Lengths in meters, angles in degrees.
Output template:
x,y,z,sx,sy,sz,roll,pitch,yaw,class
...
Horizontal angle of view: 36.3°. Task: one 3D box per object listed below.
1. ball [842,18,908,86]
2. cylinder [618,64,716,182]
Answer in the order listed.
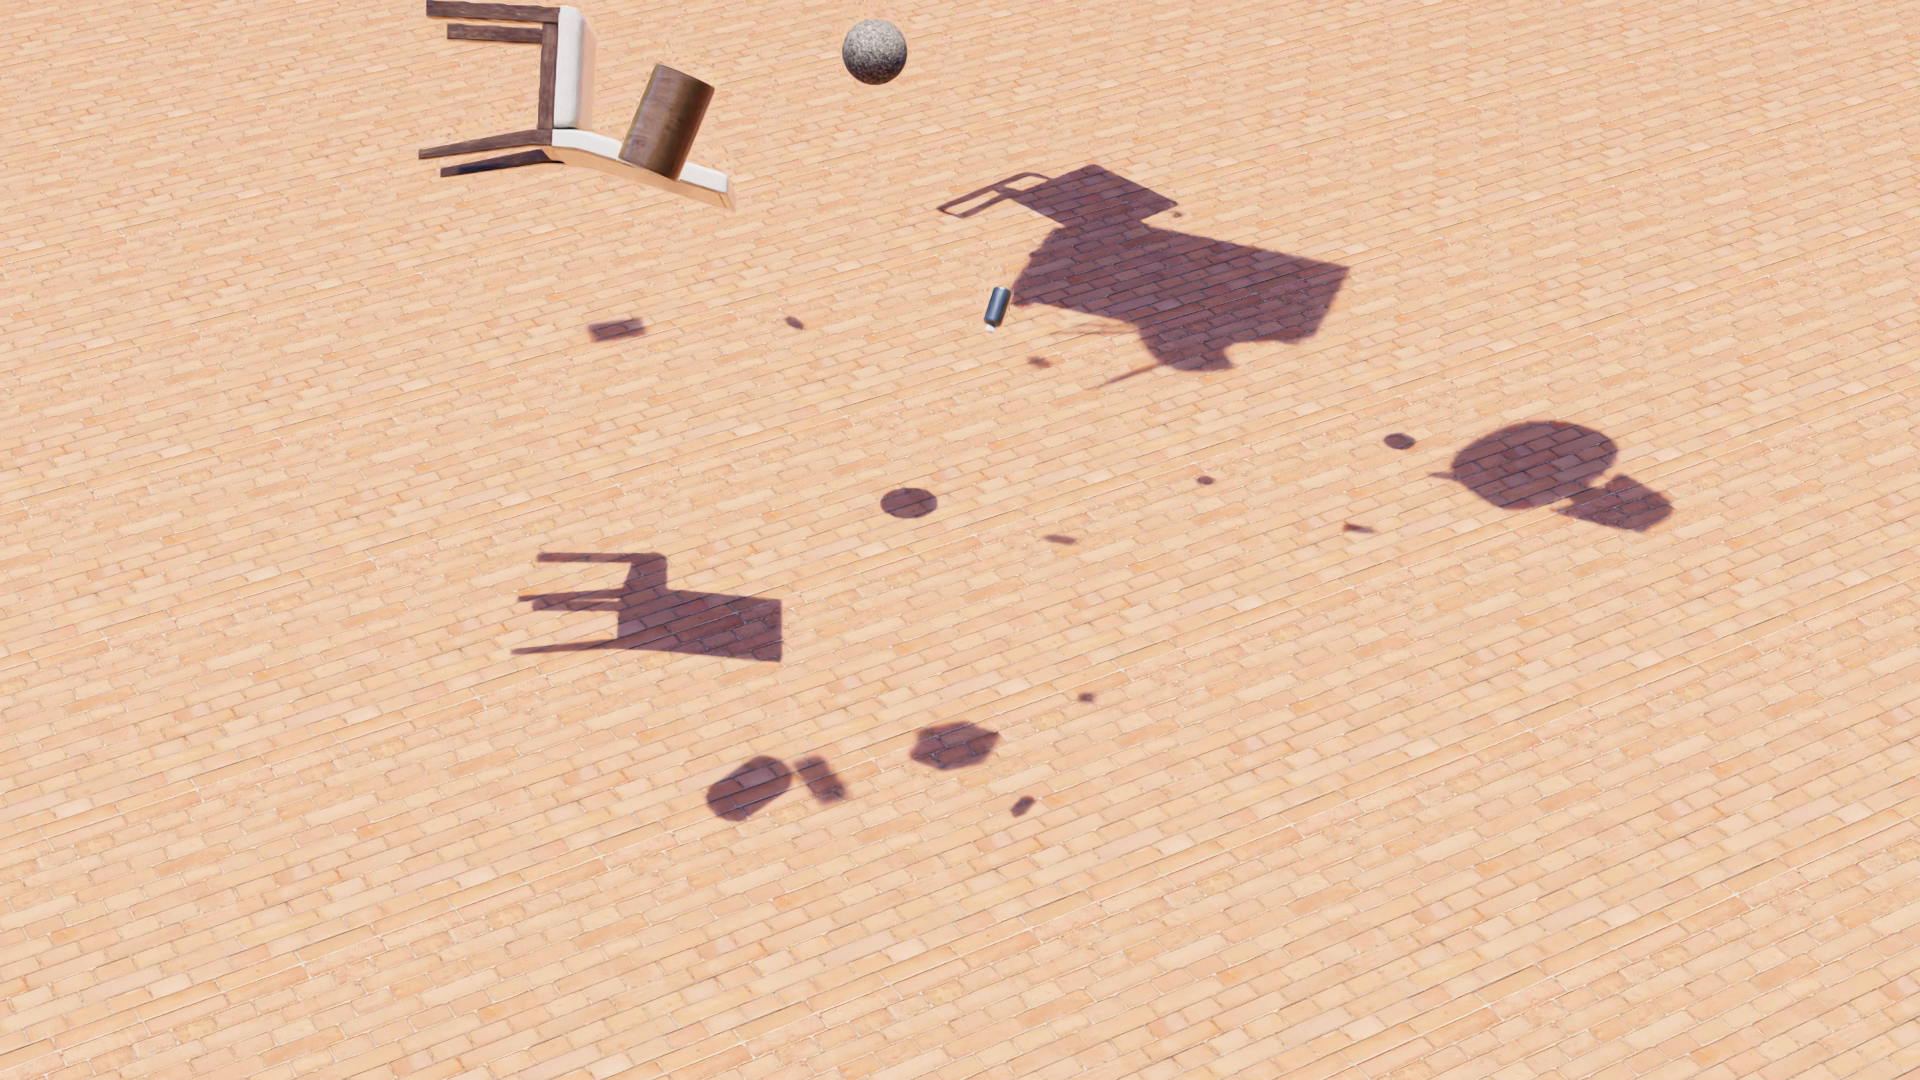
x,y,z,sx,sy,sz,roll,pitch,yaw,class
-0.290,-1.665,10.004,0.223,0.223,0.223,0,33,0,ball
-0.821,-1.166,8.199,0.180,0.282,0.252,22,3,-9,cylinder
